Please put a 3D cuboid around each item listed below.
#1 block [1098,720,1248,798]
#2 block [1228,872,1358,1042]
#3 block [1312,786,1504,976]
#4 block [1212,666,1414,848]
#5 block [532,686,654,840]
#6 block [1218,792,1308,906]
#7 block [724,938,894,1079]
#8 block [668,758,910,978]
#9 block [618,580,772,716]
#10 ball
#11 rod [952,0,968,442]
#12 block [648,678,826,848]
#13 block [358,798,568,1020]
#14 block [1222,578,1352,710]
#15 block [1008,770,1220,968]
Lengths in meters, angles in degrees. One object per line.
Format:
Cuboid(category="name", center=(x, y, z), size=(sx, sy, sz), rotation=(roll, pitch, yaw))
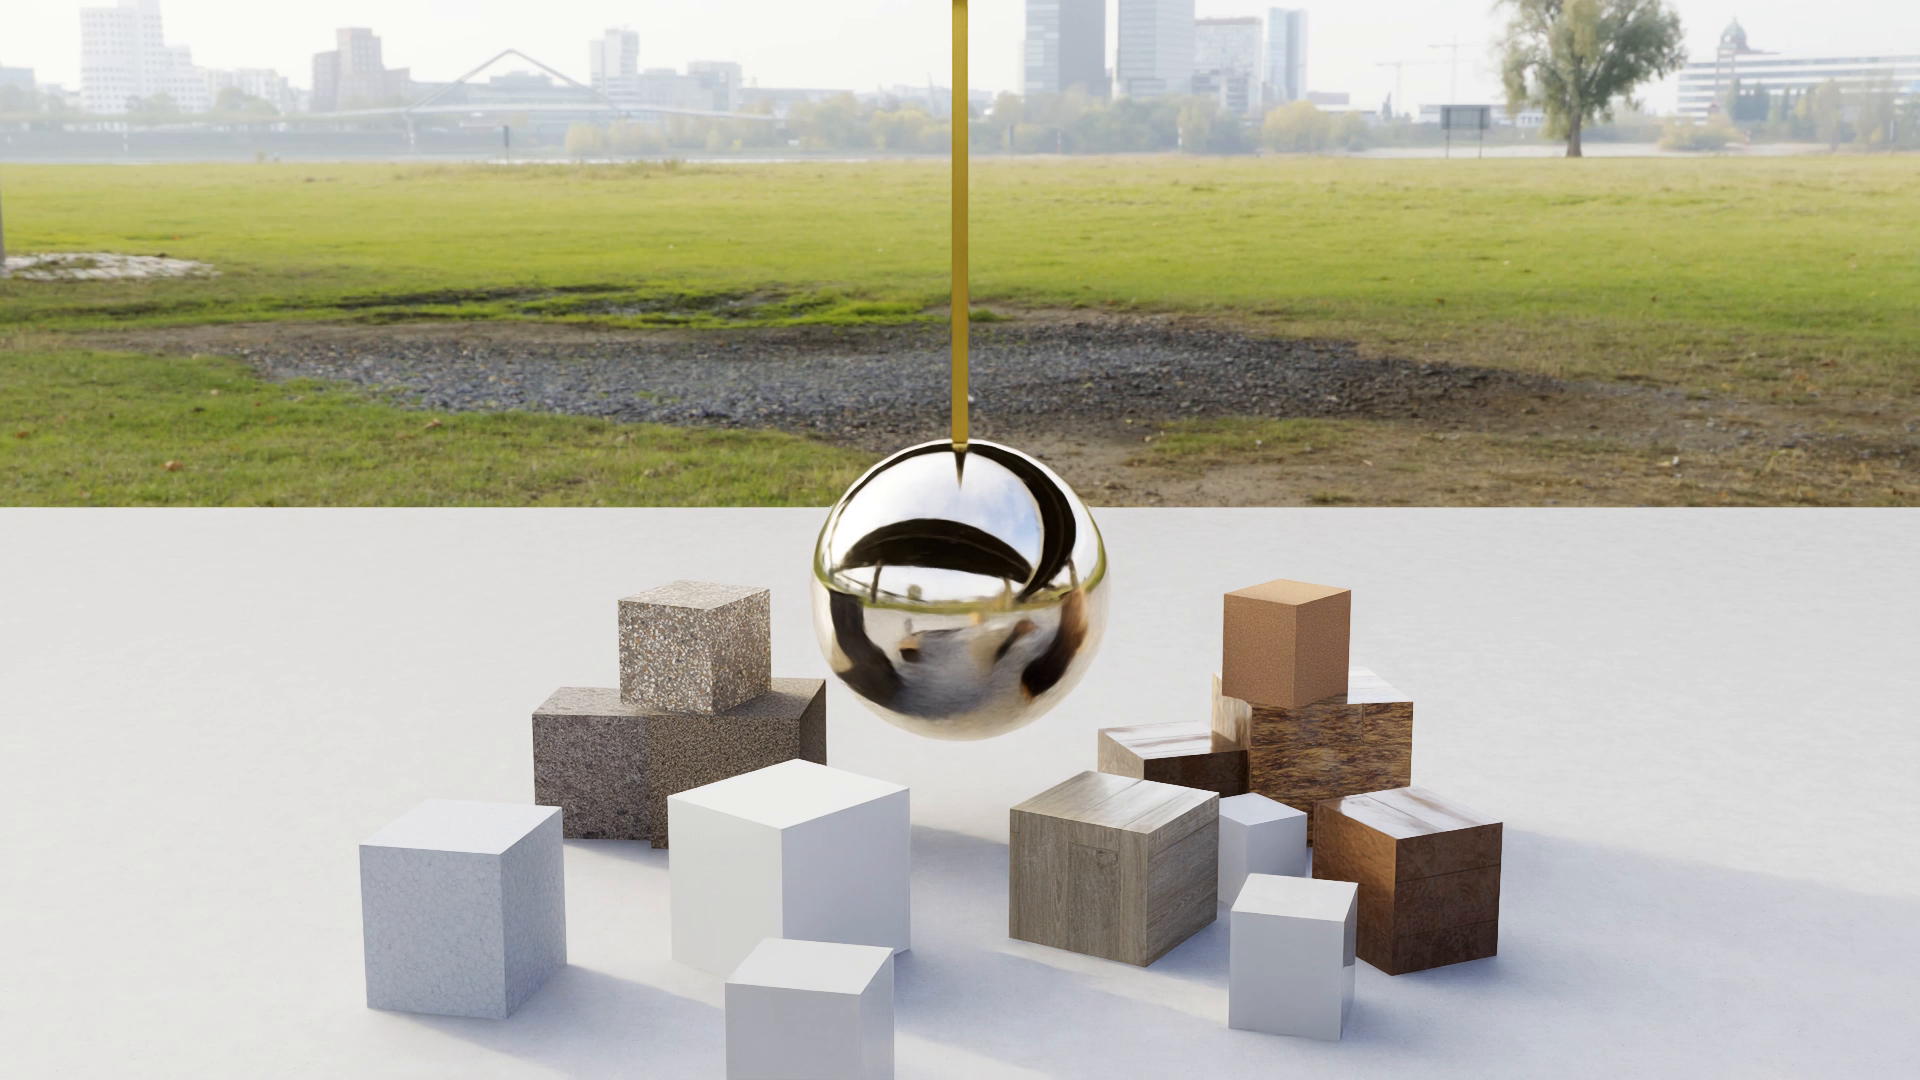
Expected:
Cuboid(category="block", center=(1.075, 1.259, 11.240), size=(0.558, 0.501, 0.607), rotation=(-3, 11, -18))
Cuboid(category="block", center=(1.355, 1.683, 8.924), size=(0.446, 0.495, 0.475), rotation=(3, 11, 16))
Cuboid(category="block", center=(1.959, 1.487, 9.690), size=(0.563, 0.607, 0.604), rotation=(-5, 11, -25))
Cuboid(category="block", center=(1.803, 1.114, 11.380), size=(0.834, 0.736, 0.753), rotation=(-2, 10, -8))
Cuboid(category="block", center=(-1.835, 1.152, 11.411), size=(0.610, 0.651, 0.565), rotation=(1, 10, 4))
Cuboid(category="block", center=(1.363, 1.464, 10.352), size=(0.354, 0.415, 0.398), rotation=(-6, 12, -30))
Cuboid(category="block", center=(-0.537, 1.815, 7.978), size=(0.497, 0.575, 0.459), rotation=(2, 11, 13))
Cuboid(category="block", center=(-0.736, 1.448, 9.556), size=(0.696, 0.733, 0.777), rotation=(9, 14, 40))
Cuboid(category="block", center=(-1.348, 0.540, 11.220), size=(0.546, 0.538, 0.575), rotation=(5, 11, 25))
Cuboid(category="ball", center=(0.000, 0.263, 11.616), size=(1.600, 1.600, 1.600), rotation=(0, 10, 0))
Cuboid(category="rod", center=(0.000, -3.037, 10.796), size=(0.080, 5.200, 0.080), rotation=(0, 14, 0))
Cuboid(category="block", center=(-1.130, 1.142, 11.348), size=(0.761, 0.693, 0.823), rotation=(1, 10, 6))
Cuboid(category="block", center=(-2.066, 1.529, 9.205), size=(0.611, 0.698, 0.647), rotation=(2, 11, 12))
Cuboid(category="block", center=(1.653, 0.518, 11.131), size=(0.426, 0.525, 0.514), rotation=(9, 14, 40))
Cuboid(category="block", center=(0.696, 1.458, 9.873), size=(0.684, 0.599, 0.706), rotation=(6, 12, 31))
